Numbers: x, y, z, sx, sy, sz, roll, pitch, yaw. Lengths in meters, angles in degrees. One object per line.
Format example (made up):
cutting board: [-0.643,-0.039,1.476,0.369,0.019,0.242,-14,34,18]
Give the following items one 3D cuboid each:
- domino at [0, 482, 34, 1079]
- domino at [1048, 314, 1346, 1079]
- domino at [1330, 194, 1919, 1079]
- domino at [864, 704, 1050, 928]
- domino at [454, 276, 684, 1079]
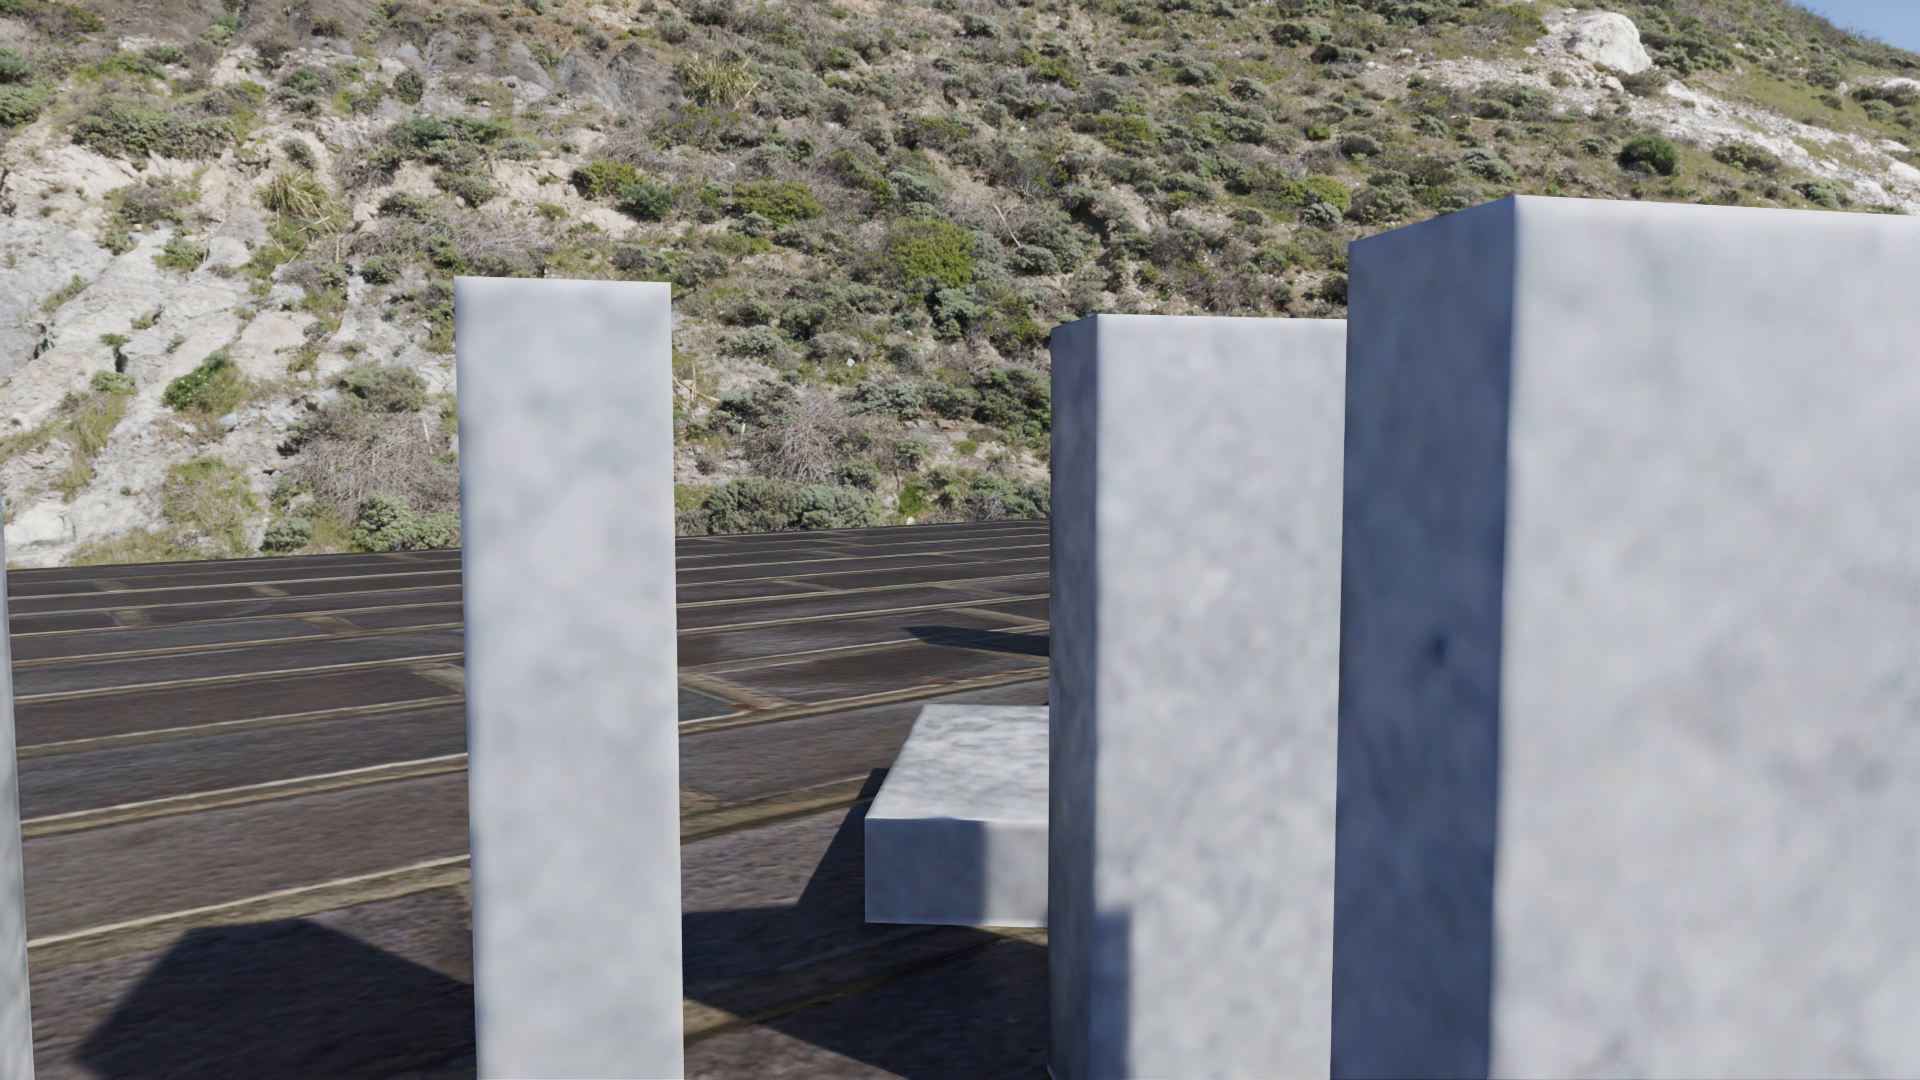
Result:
domino: [-0.056,0.013,0.062,0.010,0.050,0.025,-1,5,-19]
domino: [0.019,0.011,0.083,0.025,0.050,0.009,-1,4,-12]
domino: [0.028,0.014,0.048,0.025,0.050,0.009,-1,4,-14]
domino: [0.006,0.028,0.138,0.025,0.009,0.050,0,4,4]
domino: [-0.021,0.012,0.073,0.010,0.050,0.025,-1,4,-15]
